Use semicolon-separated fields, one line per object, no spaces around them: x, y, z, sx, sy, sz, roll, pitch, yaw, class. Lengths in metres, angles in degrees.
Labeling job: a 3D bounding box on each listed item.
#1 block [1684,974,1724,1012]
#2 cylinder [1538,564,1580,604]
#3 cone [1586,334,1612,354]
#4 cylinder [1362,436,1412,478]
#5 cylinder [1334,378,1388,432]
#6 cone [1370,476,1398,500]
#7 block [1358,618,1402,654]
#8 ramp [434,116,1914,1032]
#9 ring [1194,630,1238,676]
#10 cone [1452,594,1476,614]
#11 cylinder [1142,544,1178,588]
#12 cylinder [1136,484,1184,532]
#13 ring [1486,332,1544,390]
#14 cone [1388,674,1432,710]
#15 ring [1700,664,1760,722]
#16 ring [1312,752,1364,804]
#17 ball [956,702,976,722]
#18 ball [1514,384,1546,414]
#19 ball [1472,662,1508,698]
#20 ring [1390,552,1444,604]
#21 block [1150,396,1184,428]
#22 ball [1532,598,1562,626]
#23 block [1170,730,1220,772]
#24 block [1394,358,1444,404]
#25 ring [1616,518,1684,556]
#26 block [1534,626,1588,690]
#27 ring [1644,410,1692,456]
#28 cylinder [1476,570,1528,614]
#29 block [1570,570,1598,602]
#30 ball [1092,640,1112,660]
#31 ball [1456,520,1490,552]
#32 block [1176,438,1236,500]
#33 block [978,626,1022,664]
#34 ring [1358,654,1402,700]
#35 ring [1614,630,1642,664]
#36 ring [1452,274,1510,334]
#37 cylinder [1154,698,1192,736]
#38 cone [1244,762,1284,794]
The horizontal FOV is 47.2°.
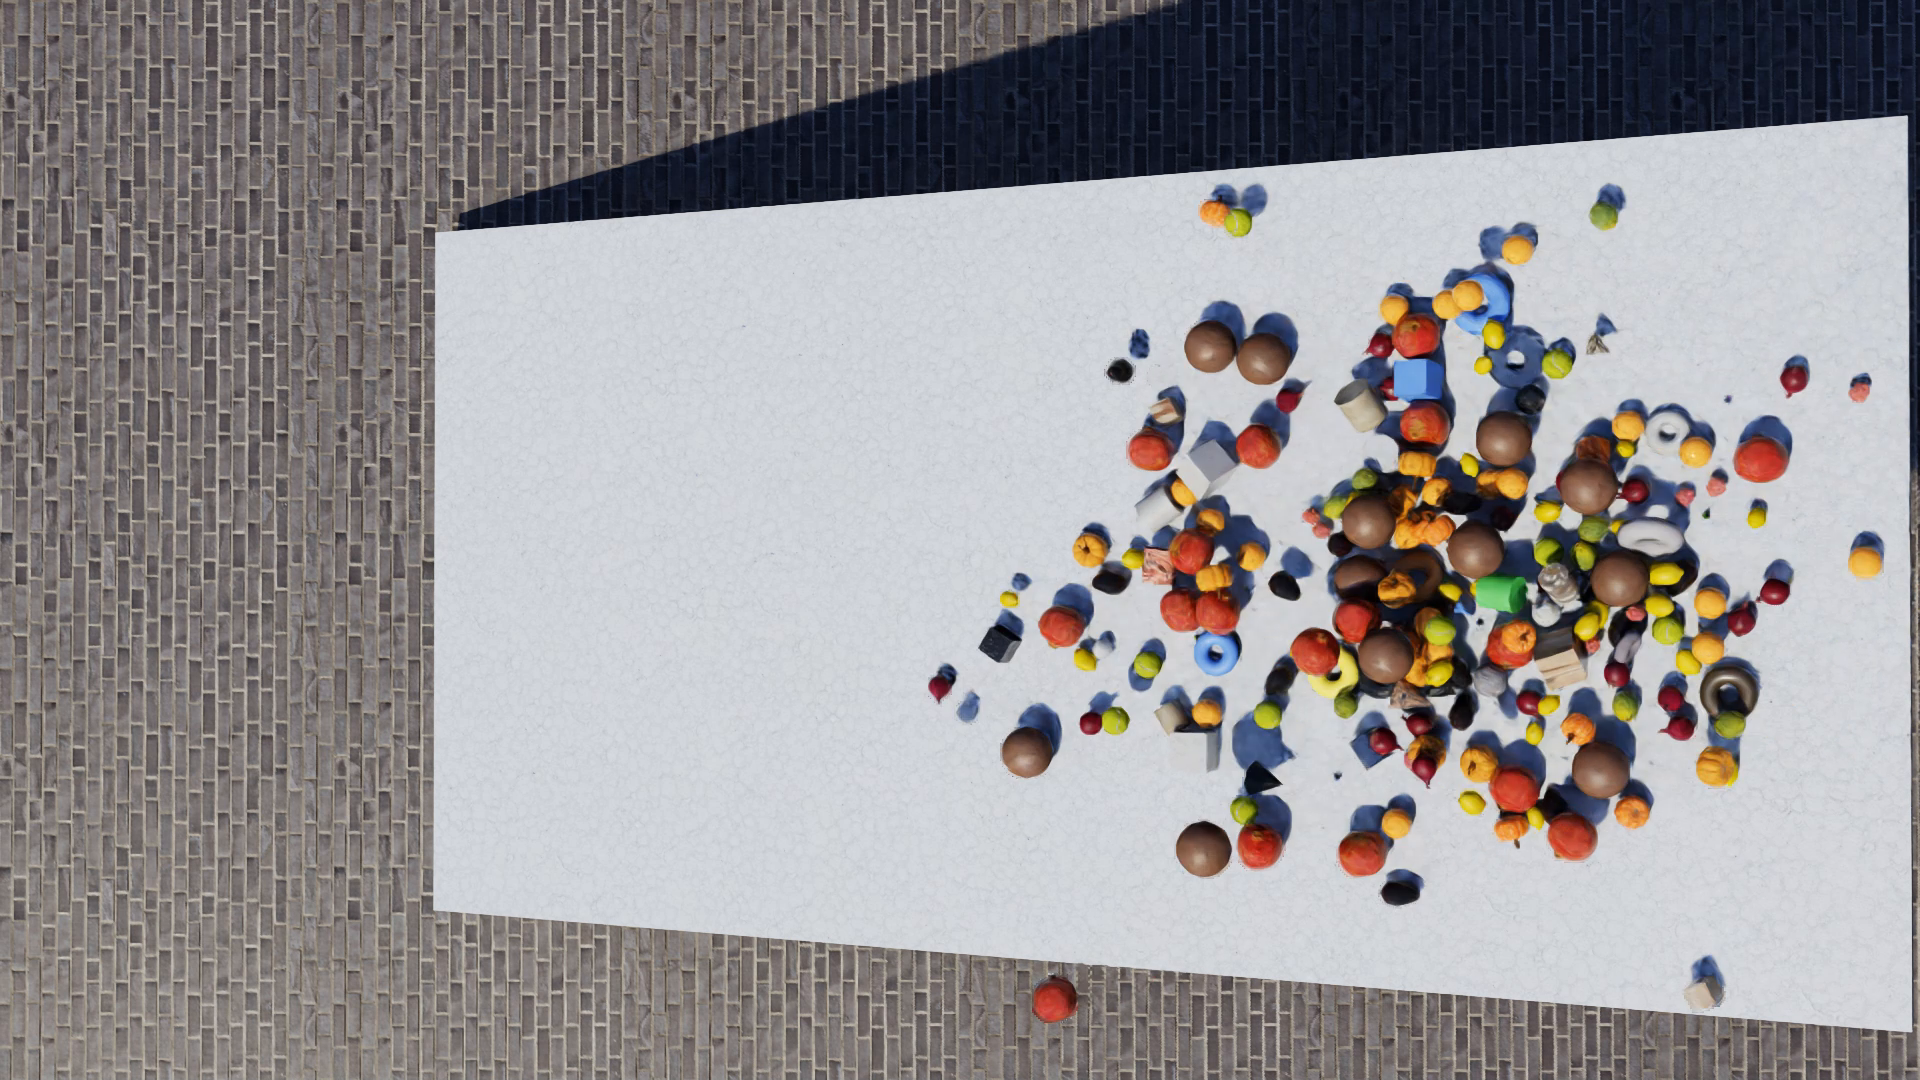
1.669;1.015;4.929;0.054;0.054;0.054;-34;80;39;block
1.366;0.099;5.016;0.070;0.070;0.070;-20;52;29;cylinder
1.460;-0.437;5.006;0.051;0.051;0.051;25;89;28;cone
1.017;-0.199;5.237;0.093;0.093;0.093;-3;84;31;cylinder
0.954;-0.319;5.222;0.092;0.092;0.092;-40;112;0;cylinder
1.022;-0.119;5.277;0.057;0.057;0.057;12;89;-2;cone
1.004;0.227;5.252;0.075;0.075;0.075;9;93;28;block
0.282;0.082;5.690;4.000;0.100;2.000;0;89;25;ramp
0.635;0.279;5.447;0.116;0.039;0.116;-1;88;26;ring
1.175;0.161;5.173;0.054;0.054;0.054;-36;89;43;cone
0.499;0.065;5.485;0.085;0.085;0.085;-5;109;0;cylinder
0.498;-0.078;5.487;0.087;0.087;0.087;-36;89;20;cylinder
1.299;-0.419;5.141;0.134;0.045;0.134;-1;89;24;ring
1.077;0.376;5.212;0.092;0.092;0.092;21;89;20;cone
1.725;0.344;4.934;0.129;0.043;0.129;1;91;26;ring
0.915;0.576;5.317;0.127;0.042;0.127;0;91;-3;ring
0.018;0.449;5.725;0.053;0.053;0.053;0;89;0;ball
1.326;-0.326;5.113;0.070;0.070;0.070;0;89;0;ball
1.238;0.327;5.130;0.081;0.081;0.081;0;89;0;ball
1.085;0.089;5.225;0.125;0.042;0.125;-3;78;12;ring
0.517;-0.318;5.498;0.057;0.057;0.057;-29;78;22;block
1.358;0.167;5.094;0.067;0.067;0.067;0;89;0;ball
0.580;0.522;5.438;0.095;0.095;0.095;-1;89;25;block
1.084;-0.375;5.197;0.084;0.084;0.084;-3;79;39;block
1.556;-0.007;4.956;0.146;0.146;0.049;12;67;0;ring
1.379;0.271;5.044;0.091;0.091;0.091;-21;116;26;block
1.609;-0.244;4.997;0.103;0.034;0.103;2;94;25;ring
1.249;0.119;5.074;0.086;0.086;0.086;11;89;41;cylinder
1.426;0.106;5.064;0.052;0.052;0.052;40;106;38;block
0.361;0.278;5.567;0.051;0.051;0.051;0;89;0;ball
1.197;-0.010;5.130;0.078;0.078;0.078;0;89;0;ball
0.607;-0.173;5.413;0.092;0.092;0.092;-31;73;-26;block
0.104;0.270;5.678;0.069;0.069;0.069;35;103;21;block
1.007;0.326;5.273;0.111;0.037;0.111;0;89;27;ring
1.512;0.240;4.972;0.029;0.086;0.086;34;89;34;ring
1.223;-0.555;5.168;0.145;0.048;0.145;-1;88;35;ring
0.530;0.443;5.476;0.069;0.069;0.069;-30;76;0;cylinder
0.746;0.584;5.315;0.083;0.083;0.083;10;89;37;cone
